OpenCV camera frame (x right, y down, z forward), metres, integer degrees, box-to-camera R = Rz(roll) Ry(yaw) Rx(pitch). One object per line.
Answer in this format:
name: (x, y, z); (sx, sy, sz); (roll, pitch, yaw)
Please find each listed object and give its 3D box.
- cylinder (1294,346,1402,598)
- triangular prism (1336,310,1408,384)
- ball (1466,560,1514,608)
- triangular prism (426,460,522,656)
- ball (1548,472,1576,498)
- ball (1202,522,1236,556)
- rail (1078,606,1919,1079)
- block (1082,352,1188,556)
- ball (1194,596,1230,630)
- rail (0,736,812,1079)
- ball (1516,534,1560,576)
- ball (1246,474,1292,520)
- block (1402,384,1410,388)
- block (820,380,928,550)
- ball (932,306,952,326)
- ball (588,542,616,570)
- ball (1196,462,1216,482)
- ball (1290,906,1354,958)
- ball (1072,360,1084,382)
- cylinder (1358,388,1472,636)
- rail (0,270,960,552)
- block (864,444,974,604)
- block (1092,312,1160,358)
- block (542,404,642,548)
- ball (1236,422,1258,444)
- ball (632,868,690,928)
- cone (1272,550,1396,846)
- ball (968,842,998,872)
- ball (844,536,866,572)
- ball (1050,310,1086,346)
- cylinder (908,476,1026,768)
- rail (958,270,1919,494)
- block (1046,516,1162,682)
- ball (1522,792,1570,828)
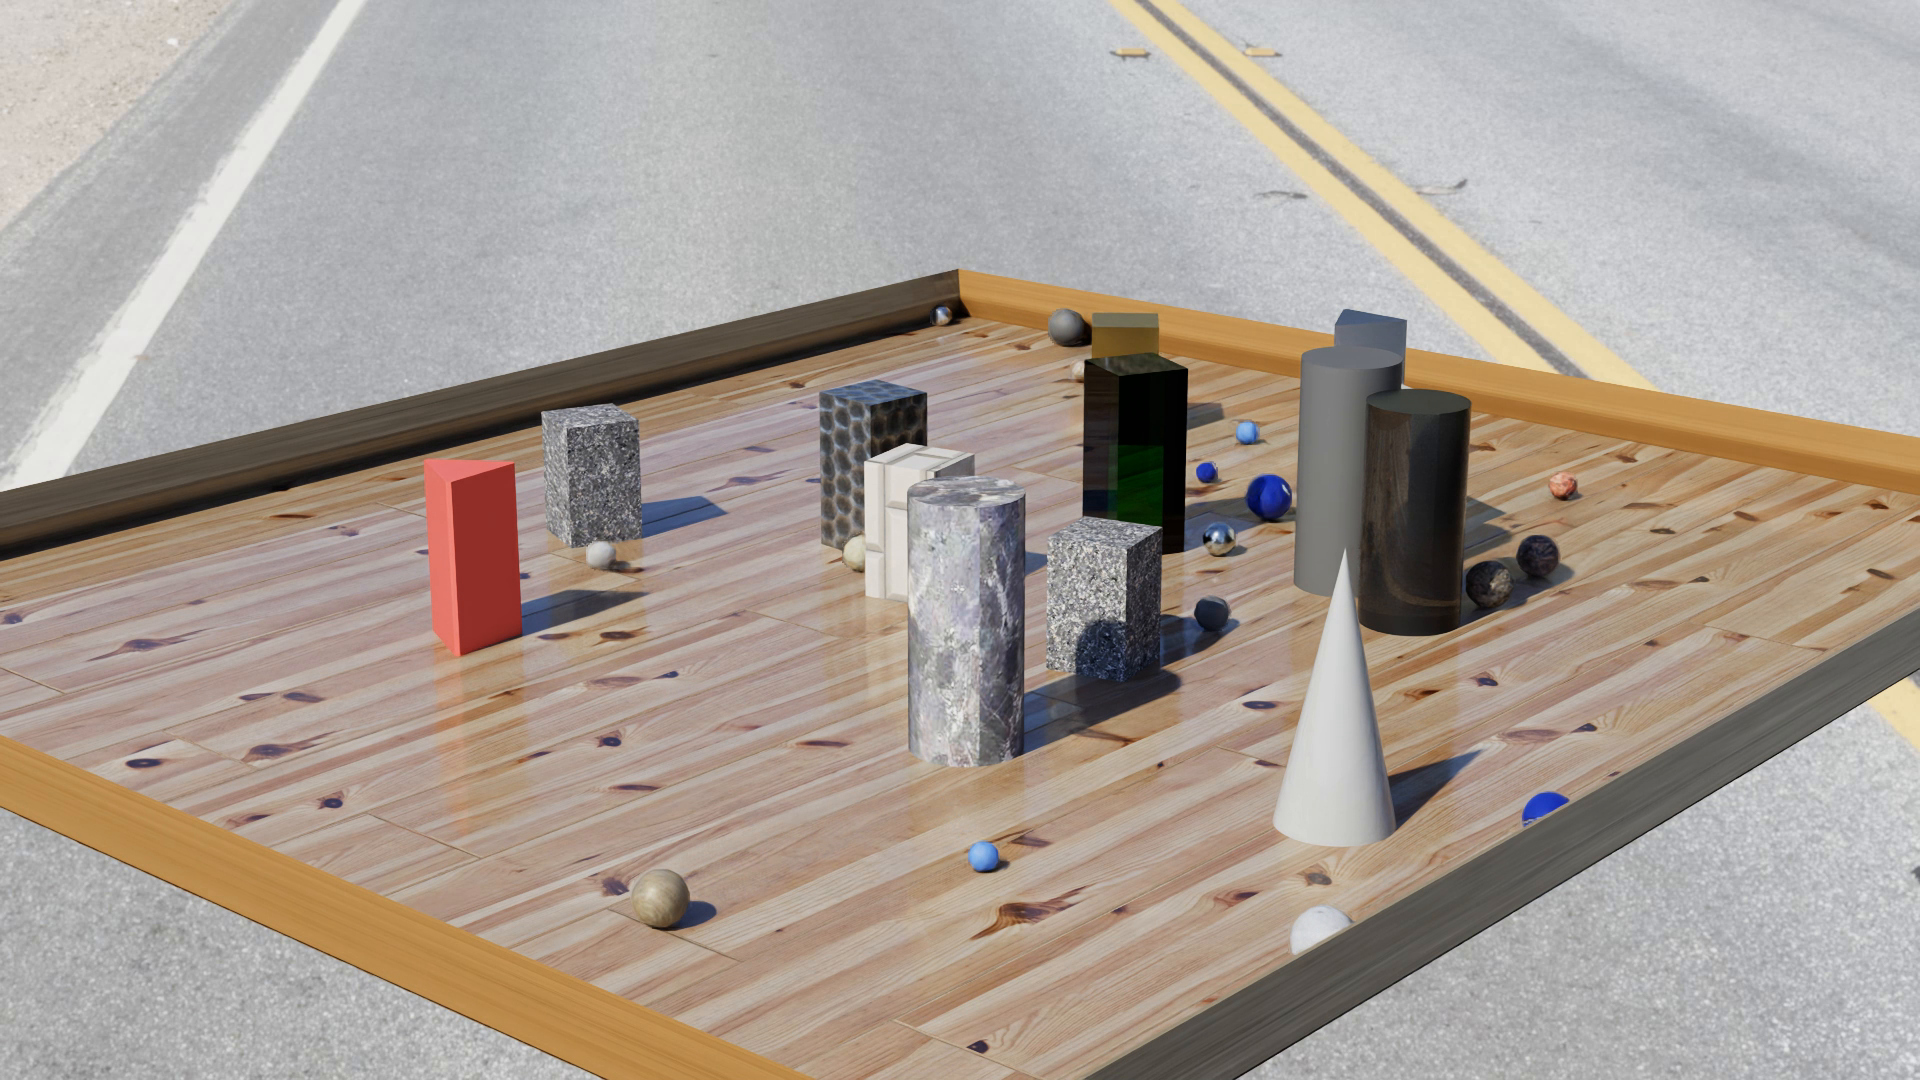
cylinder: (0.674, -0.119, 5.103); (0.173, 0.407, 0.173); (0, 17, 0)
triangular prism: (0.783, -0.287, 5.807); (0.150, 0.320, 0.130); (-5, 18, -16)
ball: (0.907, 0.076, 5.020); (0.082, 0.082, 0.082); (0, 17, 0)
triangular prism: (-0.829, 0.020, 4.838); (0.130, 0.295, 0.150); (12, 21, 35)
ball: (1.165, -0.105, 5.669); (0.052, 0.052, 0.052); (0, 17, 0)
ball: (0.471, -0.003, 5.314); (0.061, 0.061, 0.061); (0, 17, 0)
rail: (1.078, 0.300, 4.227); (0.045, 0.112, 3.330); (14, 22, 39)
block: (0.316, -0.152, 5.322); (0.138, 0.344, 0.138); (-7, 18, -23)
ball: (0.422, 0.122, 4.909); (0.058, 0.058, 0.058); (0, 17, 0)
rail: (-1.076, 0.389, 3.936); (2.903, 0.112, 0.045); (14, 22, 39)
ball: (1.023, 0.027, 5.193); (0.075, 0.075, 0.075); (0, 17, 0)
ball: (0.584, -0.081, 5.529); (0.087, 0.087, 0.087); (0, 17, 0)
block: (0.770, -0.135, 5.378); (0.138, 0.277, 0.138); (-7, 18, -23)
block: (-0.157, -0.130, 5.343); (0.138, 0.288, 0.138); (-16, 23, -41)
ball: (-0.044, -0.545, 7.121); (0.049, 0.049, 0.049); (0, 17, 0)
ball: (-0.638, 0.028, 5.230); (0.051, 0.051, 0.051); (0, 17, 0)
ball: (0.485, -0.133, 5.779); (0.040, 0.040, 0.040); (0, 17, 0)
ball: (0.451, 0.496, 3.633); (0.085, 0.085, 0.085); (0, 17, 0)
ball: (0.273, -0.379, 6.579); (0.046, 0.046, 0.046); (0, 17, 0)
cylinder: (0.759, -0.047, 4.910); (0.173, 0.382, 0.173); (0, 17, 0)
rail: (-1.078, -0.244, 6.018); (0.045, 0.112, 3.330); (14, 22, 39)
block: (-0.069, -0.026, 5.082); (0.138, 0.242, 0.138); (10, 19, 29)
block: (0.344, -0.343, 6.132); (0.138, 0.238, 0.138); (1, 17, 3)
block: (-0.680, -0.120, 5.416); (0.138, 0.227, 0.138); (-8, 19, -26)
ball: (0.593, -0.221, 6.060); (0.047, 0.047, 0.047); (0, 17, 0)
ball: (-0.385, 0.460, 3.769); (0.074, 0.074, 0.074); (0, 17, 0)
cone: (0.525, 0.203, 4.049); (0.173, 0.404, 0.173); (0, 17, 0)
ball: (0.032, 0.425, 3.940); (0.041, 0.041, 0.041); (0, 17, 0)
ball: (-0.176, 0.024, 5.225); (0.063, 0.063, 0.063); (0, 17, 0)
ball: (0.253, -0.501, 6.915); (0.085, 0.085, 0.085); (0, 17, 0)
cylinder: (0.009, 0.119, 4.337); (0.173, 0.397, 0.173); (0, 17, 0)
rail: (1.076, -0.332, 6.308); (2.903, 0.112, 0.045); (14, 22, 39)
block: (0.233, 0.094, 4.723); (0.138, 0.221, 0.138); (9, 19, 26)
ball: (0.809, 0.383, 4.019); (0.076, 0.076, 0.076); (0, 17, 0)
